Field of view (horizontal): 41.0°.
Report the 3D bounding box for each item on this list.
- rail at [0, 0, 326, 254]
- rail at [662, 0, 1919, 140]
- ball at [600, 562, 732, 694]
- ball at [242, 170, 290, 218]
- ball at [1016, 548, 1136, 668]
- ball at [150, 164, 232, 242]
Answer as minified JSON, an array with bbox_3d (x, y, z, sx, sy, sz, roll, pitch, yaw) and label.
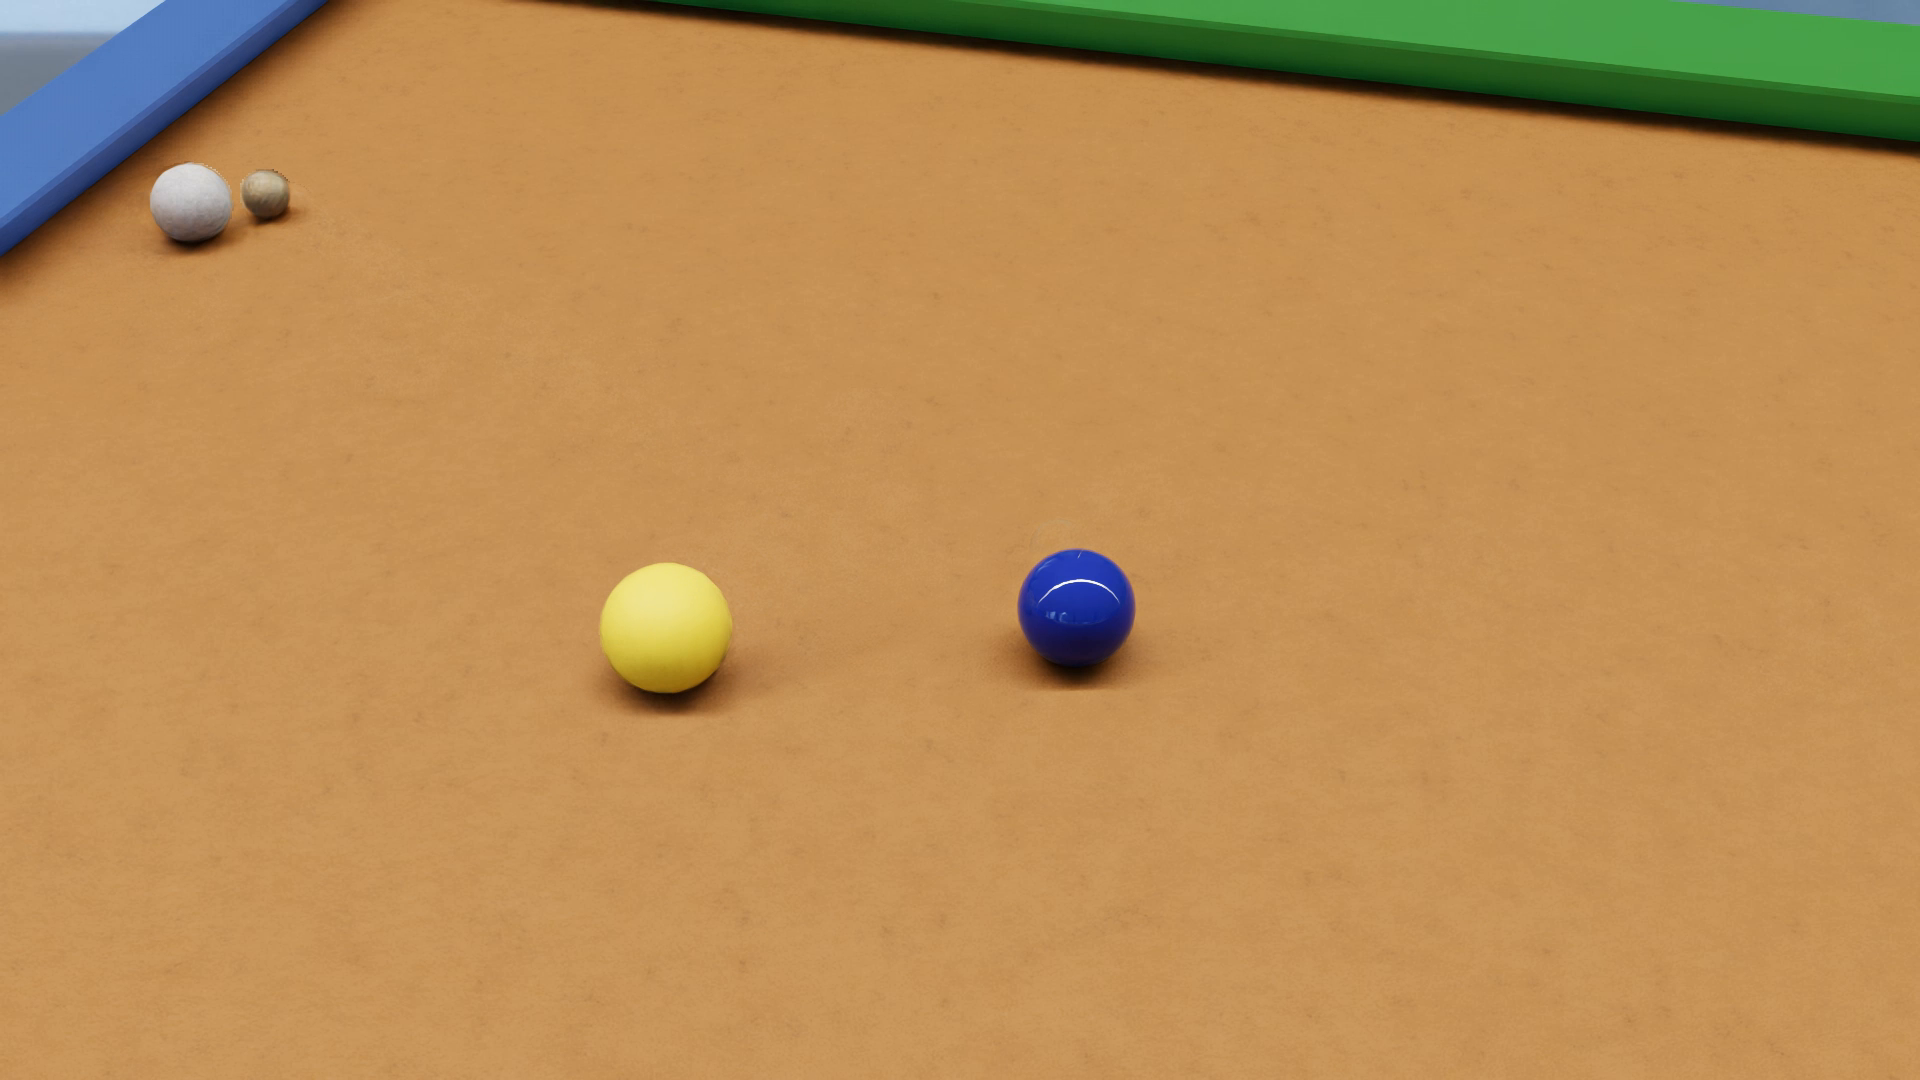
[{"bbox_3d":[-0.962,-0.171,2.172,0.045,0.122,2.071,9,35,13],"label":"rail"},{"bbox_3d":[1.260,-0.406,2.524,4.093,0.122,0.045,9,35,13],"label":"rail"},{"bbox_3d":[-0.211,0.063,1.848,0.094,0.094,0.094,0,34,0],"label":"ball"},{"bbox_3d":[-0.673,-0.335,2.488,0.045,0.045,0.045,0,34,0],"label":"ball"},{"bbox_3d":[0.085,0.050,1.875,0.087,0.087,0.087,0,34,0],"label":"ball"},{"bbox_3d":[-0.732,-0.320,2.440,0.074,0.074,0.074,0,34,0],"label":"ball"}]
